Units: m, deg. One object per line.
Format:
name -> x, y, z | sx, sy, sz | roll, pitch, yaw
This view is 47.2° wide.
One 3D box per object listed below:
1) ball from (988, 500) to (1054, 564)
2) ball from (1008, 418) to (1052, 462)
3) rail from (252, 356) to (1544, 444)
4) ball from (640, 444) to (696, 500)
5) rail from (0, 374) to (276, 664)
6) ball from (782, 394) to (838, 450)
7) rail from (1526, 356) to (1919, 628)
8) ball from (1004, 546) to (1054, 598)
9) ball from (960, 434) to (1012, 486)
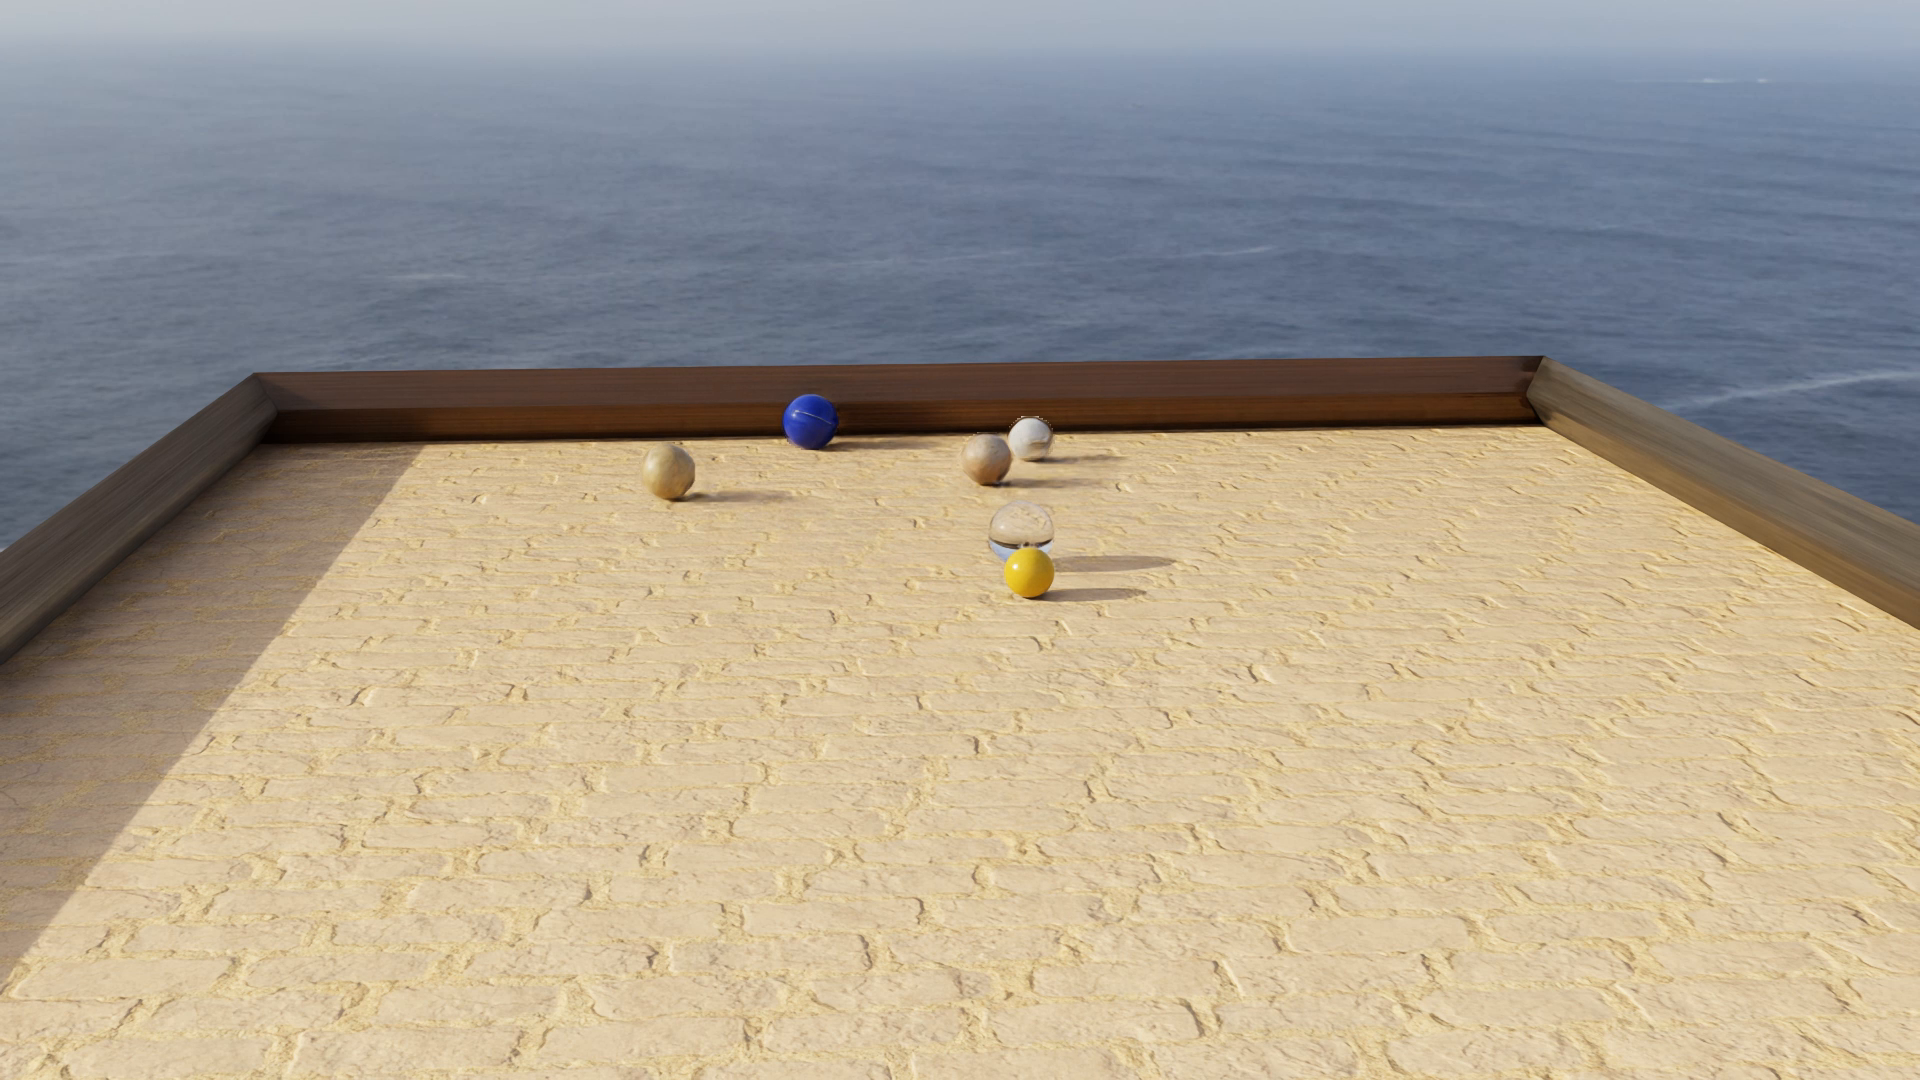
ball -> 0.083, -0.008, 2.970 | 0.090, 0.090, 0.090 | 0, 14, 0
ball -> 0.118, -0.167, 3.665 | 0.073, 0.073, 0.073 | 0, 14, 0
rail -> -0.079, -0.245, 3.872 | 2.283, 0.123, 0.045 | -1, 14, -5
ball -> -0.448, -0.105, 3.383 | 0.084, 0.084, 0.084 | 0, 14, 0
rail -> -1.033, 0.227, 1.929 | 0.045, 0.123, 3.875 | -1, 14, -5
ball -> -0.255, -0.203, 3.764 | 0.095, 0.095, 0.095 | 0, 14, 0
rail -> 1.194, 0.183, 2.110 | 0.045, 0.123, 3.875 | -1, 14, -5
ball -> 0.089, 0.042, 2.821 | 0.065, 0.065, 0.065 | 0, 14, 0
ball -> 0.042, -0.127, 3.482 | 0.081, 0.081, 0.081 | 0, 14, 0
